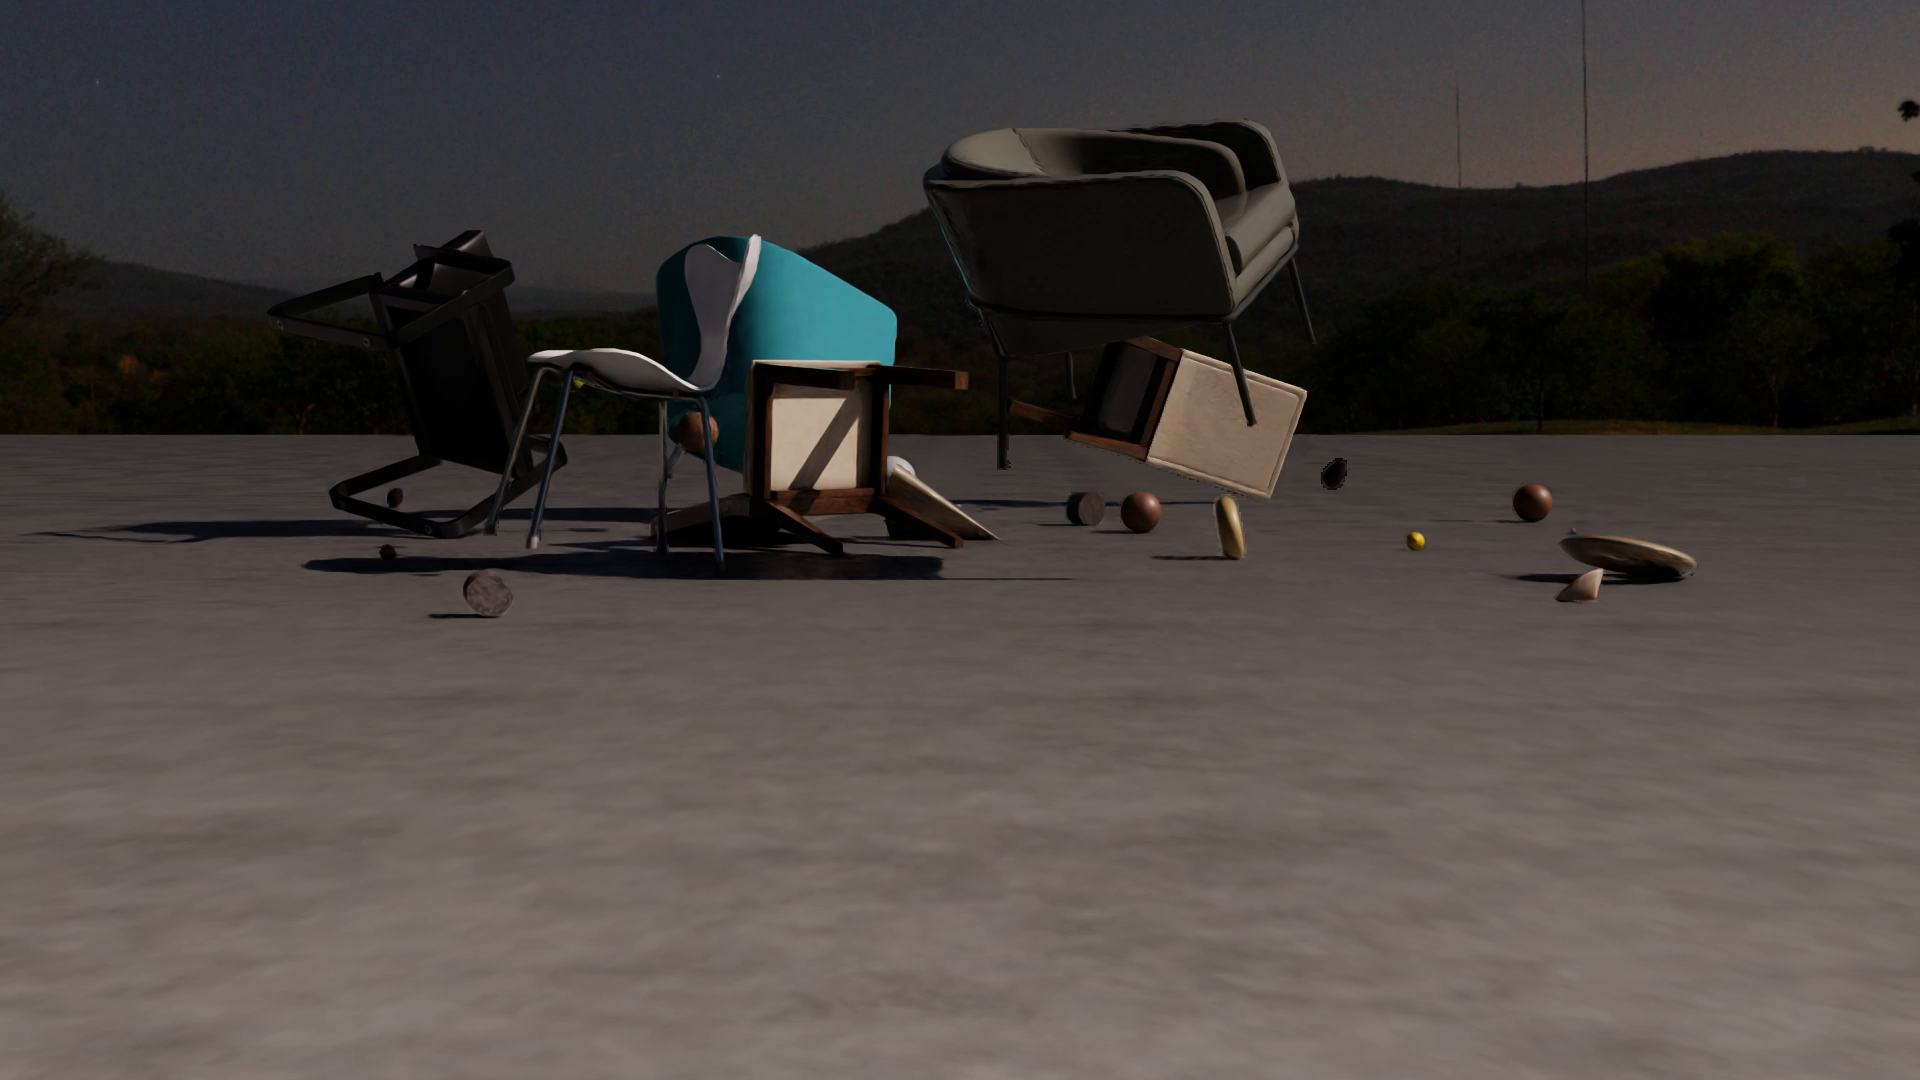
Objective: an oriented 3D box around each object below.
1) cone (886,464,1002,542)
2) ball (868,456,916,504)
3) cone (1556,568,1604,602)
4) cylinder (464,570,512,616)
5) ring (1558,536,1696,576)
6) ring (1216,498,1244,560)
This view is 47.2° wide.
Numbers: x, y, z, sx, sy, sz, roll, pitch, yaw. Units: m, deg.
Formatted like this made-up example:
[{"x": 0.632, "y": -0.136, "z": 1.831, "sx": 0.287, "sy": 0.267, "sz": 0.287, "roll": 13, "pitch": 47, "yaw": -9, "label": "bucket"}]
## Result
[{"x": -0.036, "y": -0.057, "z": 6.544, "sx": 0.351, "sy": 0.131, "sz": 0.315, "roll": 21, "pitch": -35, "yaw": 15, "label": "cone"}, {"x": -0.263, "y": -0.228, "z": 8.480, "sx": 0.191, "sy": 0.191, "sz": 0.191, "roll": 0, "pitch": 4, "yaw": 0, "label": "ball"}, {"x": 1.320, "y": 0.110, "z": 4.622, "sx": 0.122, "sy": 0.048, "sz": 0.053, "roll": -32, "pitch": 46, "yaw": -4, "label": "cone"}, {"x": -0.933, "y": 0.106, "z": 4.341, "sx": 0.090, "sy": 0.080, "sz": 0.082, "roll": 19, "pitch": 0, "yaw": -18, "label": "cylinder"}, {"x": 1.578, "y": 0.038, "z": 5.201, "sx": 0.315, "sy": 0.045, "sz": 0.322, "roll": 14, "pitch": -7, "yaw": -15, "label": "ring"}, {"x": 0.715, "y": -0.030, "z": 5.830, "sx": 0.057, "sy": 0.176, "sz": 0.156, "roll": -11, "pitch": -28, "yaw": 6, "label": "ring"}]
